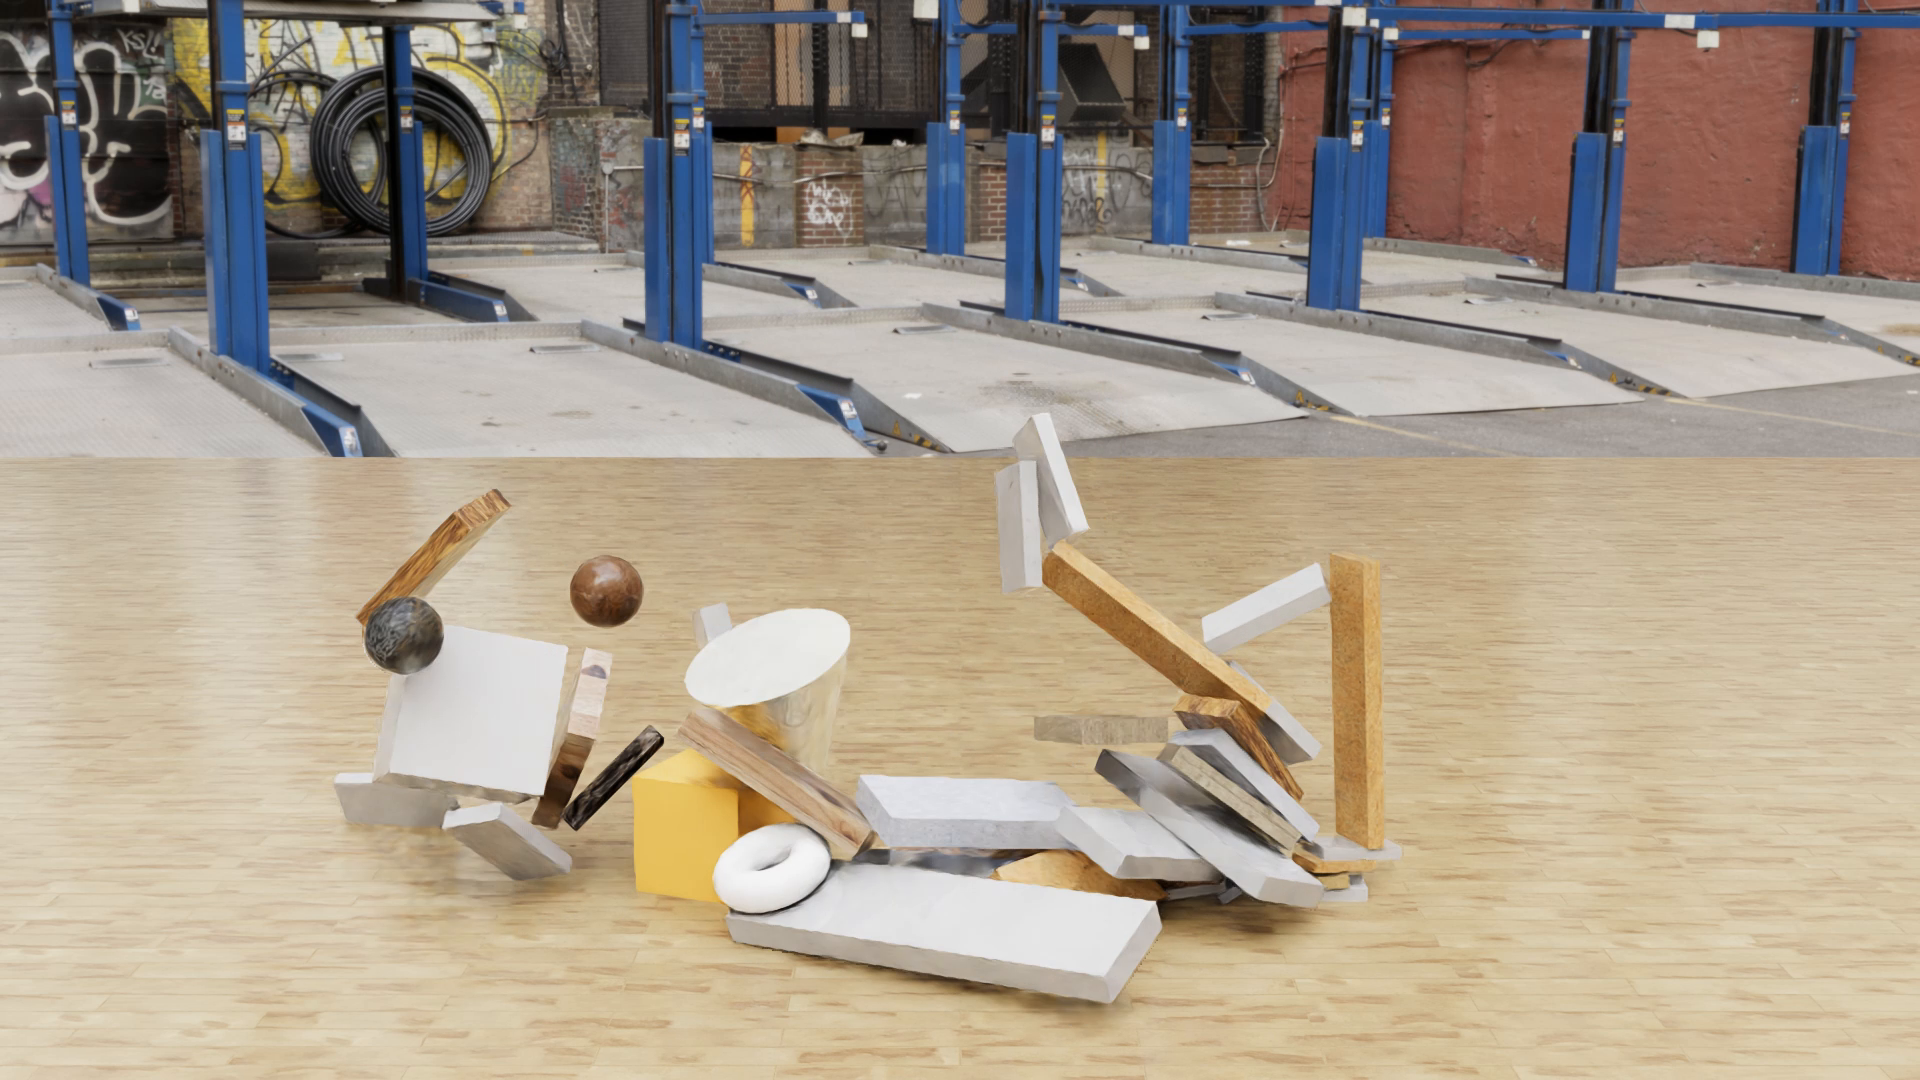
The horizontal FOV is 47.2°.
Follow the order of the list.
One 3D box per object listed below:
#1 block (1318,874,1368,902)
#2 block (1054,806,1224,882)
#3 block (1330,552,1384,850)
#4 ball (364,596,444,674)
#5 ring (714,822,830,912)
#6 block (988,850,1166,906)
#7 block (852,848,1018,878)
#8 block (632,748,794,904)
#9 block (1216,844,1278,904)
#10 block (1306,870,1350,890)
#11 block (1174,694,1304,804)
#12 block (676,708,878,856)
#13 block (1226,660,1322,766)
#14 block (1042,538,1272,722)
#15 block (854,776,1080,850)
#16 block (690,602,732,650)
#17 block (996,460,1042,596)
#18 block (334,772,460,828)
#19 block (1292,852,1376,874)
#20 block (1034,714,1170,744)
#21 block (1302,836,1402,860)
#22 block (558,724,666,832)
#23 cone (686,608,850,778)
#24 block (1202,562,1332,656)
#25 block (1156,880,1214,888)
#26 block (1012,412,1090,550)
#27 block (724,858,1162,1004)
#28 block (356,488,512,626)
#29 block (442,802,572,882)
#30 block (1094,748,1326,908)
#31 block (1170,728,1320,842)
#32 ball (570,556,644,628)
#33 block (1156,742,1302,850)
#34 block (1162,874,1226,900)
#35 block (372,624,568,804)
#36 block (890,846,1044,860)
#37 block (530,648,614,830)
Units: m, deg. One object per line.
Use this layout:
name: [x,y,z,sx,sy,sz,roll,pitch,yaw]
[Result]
block: [0.601,0.580,3.667,0.148,0.021,0.074,0,11,2]
block: [0.290,0.481,3.478,0.283,0.040,0.141,12,19,-48]
block: [0.658,0.265,3.644,0.031,0.481,0.108,-6,10,-19]
ball: [-0.877,0.150,3.469,0.123,0.123,0.123,0,11,0]
ring: [-0.296,0.515,3.465,0.192,0.064,0.192,-14,25,7]
block: [0.186,0.557,3.498,0.293,0.042,0.147,-11,56,-46]
block: [-0.040,0.567,3.511,0.293,0.042,0.147,3,36,12]
block: [-0.414,0.480,3.717,0.198,0.198,0.198,4,11,23]
block: [0.478,0.552,3.637,0.125,0.018,0.063,-34,10,4]
block: [0.565,0.560,3.652,0.148,0.021,0.074,-3,10,-3]
block: [0.457,0.347,3.606,0.120,0.239,0.034,4,51,47]
block: [-0.284,0.386,3.531,0.342,0.048,0.171,33,1,8]
block: [0.494,0.293,3.679,0.031,0.216,0.108,-53,13,-29]
block: [0.316,0.160,3.626,0.030,0.434,0.105,-51,-4,-29]
block: [0.022,0.437,3.523,0.342,0.048,0.171,4,15,-21]
block: [-0.405,0.318,3.971,0.047,0.403,0.167,-14,-2,-14]
block: [0.098,-0.019,3.665,0.030,0.210,0.105,1,-10,-21]
block: [-1.025,0.475,4.013,0.213,0.107,0.030,-1,34,11]
block: [0.621,0.533,3.652,0.125,0.018,0.063,2,7,-29]
block: [0.225,0.305,3.551,0.141,0.040,0.283,0,-4,-13]
block: [0.655,0.514,3.675,0.148,0.021,0.074,3,7,-21]
block: [-0.592,0.407,3.755,0.213,0.030,0.107,-45,-4,-11]
cone: [-0.288,0.323,3.817,0.296,0.296,0.296,-14,27,7]
block: [0.503,0.114,3.617,0.216,0.031,0.108,-27,16,12]
block: [0.356,0.553,3.653,0.140,0.020,0.070,-8,14,17]
block: [0.149,-0.094,3.643,0.030,0.210,0.105,-12,-16,-23]
block: [-0.036,0.577,3.320,0.677,0.048,0.171,2,31,33]
block: [-1.039,0.041,4.342,0.335,0.047,0.167,-42,2,25]
block: [-0.740,0.497,3.605,0.107,0.030,0.213,-11,-36,21]
block: [0.398,0.464,3.566,0.141,0.040,0.424,15,13,-40]
block: [0.466,0.406,3.617,0.120,0.257,0.034,-13,37,57]
ball: [-0.643,0.094,3.999,0.133,0.133,0.133,0,11,0]
block: [0.432,0.412,3.545,0.239,0.034,0.120,36,-6,-3]
block: [0.376,0.571,3.644,0.125,0.018,0.063,-10,14,7]
block: [-0.826,0.294,3.697,0.250,0.250,0.250,12,-14,-19]
block: [0.039,0.522,3.640,0.293,0.042,0.147,-9,36,-6]
block: [-0.666,0.343,3.765,0.047,0.167,0.335,15,-38,-13]
